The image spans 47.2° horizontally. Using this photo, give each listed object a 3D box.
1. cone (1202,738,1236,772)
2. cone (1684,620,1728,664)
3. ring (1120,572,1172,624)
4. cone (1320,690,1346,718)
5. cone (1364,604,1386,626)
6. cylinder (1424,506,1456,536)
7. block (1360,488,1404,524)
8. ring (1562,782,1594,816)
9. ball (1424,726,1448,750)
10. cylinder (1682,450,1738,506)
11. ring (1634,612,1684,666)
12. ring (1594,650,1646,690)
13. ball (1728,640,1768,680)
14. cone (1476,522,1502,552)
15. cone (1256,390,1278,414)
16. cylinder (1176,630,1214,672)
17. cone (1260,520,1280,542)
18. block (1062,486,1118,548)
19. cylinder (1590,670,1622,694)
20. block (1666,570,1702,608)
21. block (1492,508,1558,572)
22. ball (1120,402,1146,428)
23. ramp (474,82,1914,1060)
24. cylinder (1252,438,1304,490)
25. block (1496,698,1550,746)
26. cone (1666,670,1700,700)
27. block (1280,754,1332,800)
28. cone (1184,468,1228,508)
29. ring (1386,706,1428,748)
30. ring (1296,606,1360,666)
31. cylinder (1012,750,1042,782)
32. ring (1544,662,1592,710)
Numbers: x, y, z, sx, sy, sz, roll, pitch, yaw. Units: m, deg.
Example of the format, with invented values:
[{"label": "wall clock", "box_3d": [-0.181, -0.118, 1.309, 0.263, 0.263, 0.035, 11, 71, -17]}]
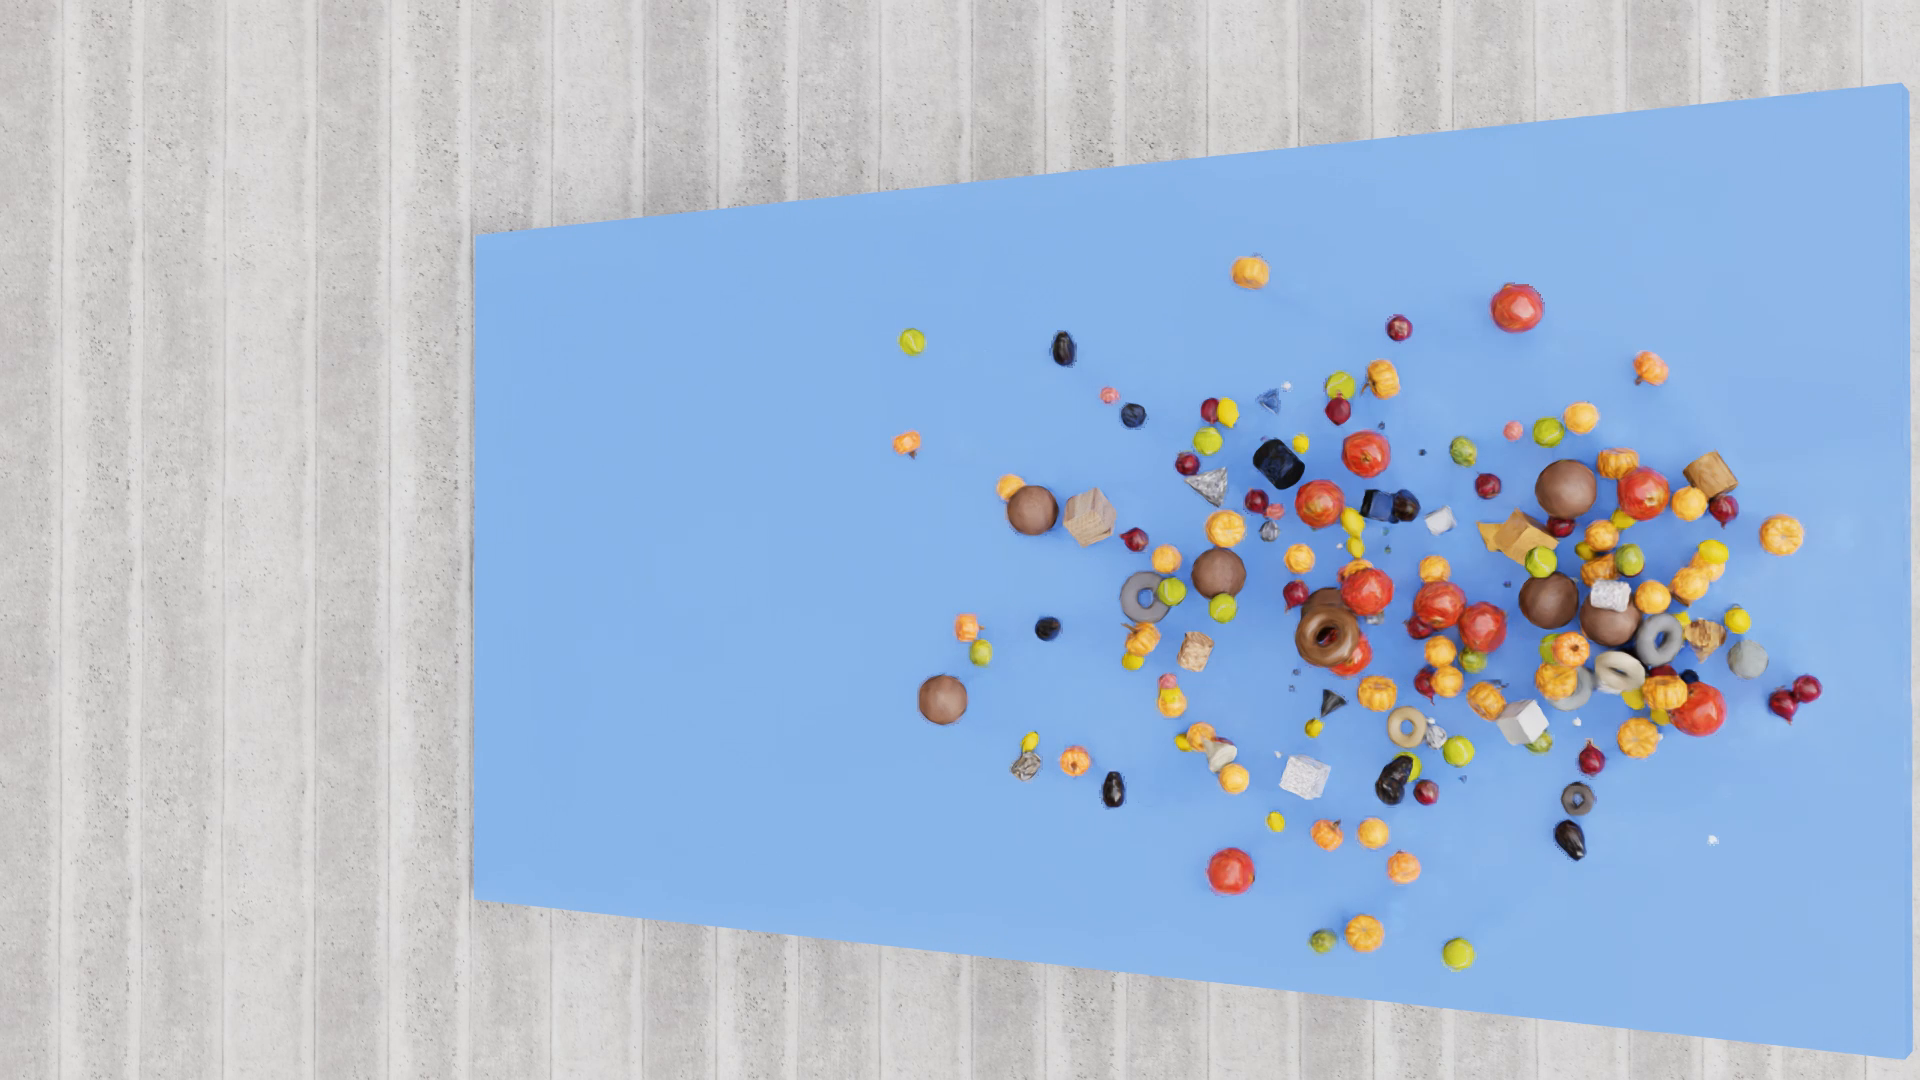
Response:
[{"label": "cone", "box_3d": [0.599, 0.495, 5.219, 0.082, 0.082, 0.082, -46, 50, 0]}, {"label": "cone", "box_3d": [1.584, 0.233, 4.686, 0.088, 0.088, 0.088, -6, 127, 0]}, {"label": "ring", "box_3d": [0.456, 0.142, 5.390, 0.133, 0.044, 0.133, -1, 87, 23]}, {"label": "cone", "box_3d": [0.837, 0.382, 5.006, 0.061, 0.061, 0.061, 35, 76, 0]}, {"label": "cone", "box_3d": [0.946, 0.180, 5.074, 0.054, 0.054, 0.054, 16, 117, 34]}, {"label": "cylinder", "box_3d": [1.090, -0.044, 4.984, 0.053, 0.053, 0.053, -25, 89, 27]}, {"label": "block", "box_3d": [0.970, -0.078, 5.057, 0.064, 0.064, 0.064, 18, 99, 43]}, {"label": "ring", "box_3d": [1.358, 0.570, 4.833, 0.075, 0.025, 0.075, -8, 78, 43]}, {"label": "ball", "box_3d": [1.081, 0.449, 4.996, 0.054, 0.054, 0.054, 0, 89, 0]}, {"label": "cylinder", "box_3d": [1.592, -0.132, 4.664, 0.084, 0.084, 0.084, -28, 73, 0]}, {"label": "ring", "box_3d": [1.481, 0.211, 4.661, 0.120, 0.040, 0.120, -7, 107, -24]}, {"label": "ring", "box_3d": [1.408, 0.279, 4.694, 0.112, 0.112, 0.037, 35, 62, 0]}, {"label": "ball", "box_3d": [1.656, 0.251, 4.622, 0.082, 0.082, 0.082, 0, 89, 0]}, {"label": "cone", "box_3d": [1.181, -0.022, 4.927, 0.073, 0.073, 0.073, -49, 48, 0]}, {"label": "cone", "box_3d": [0.744, -0.319, 5.229, 0.058, 0.058, 0.058, -33, 100, 0]}, {"label": "cylinder", "box_3d": [0.561, 0.266, 5.245, 0.071, 0.071, 0.071, 20, 114, 0]}, {"label": "cone", "box_3d": [0.725, -0.020, 5.223, 0.053, 0.053, 0.053, 0, 89, 32]}, {"label": "block", "box_3d": [0.321, -0.056, 5.432, 0.090, 0.090, 0.090, -24, 122, 30]}, {"label": "cylinder", "box_3d": [1.407, 0.306, 4.774, 0.052, 0.052, 0.052, 13, 89, -13]}, {"label": "block", "box_3d": [1.548, 0.103, 4.699, 0.052, 0.052, 0.052, 33, 86, 28]}, {"label": "block", "box_3d": [1.247, 0.000, 4.849, 0.087, 0.087, 0.087, 28, 109, -19]}, {"label": "ball", "box_3d": [0.426, -0.306, 5.407, 0.062, 0.062, 0.062, 0, 89, 0]}, {"label": "ramp", "box_3d": [0.261, 0.072, 5.603, 4.000, 0.100, 2.000, 0, 89, 32]}, {"label": "cylinder", "box_3d": [0.749, -0.178, 5.165, 0.087, 0.087, 0.087, -39, 55, 0]}, {"label": "block", "box_3d": [1.231, 0.399, 4.816, 0.068, 0.068, 0.068, -38, 99, -28]}, {"label": "cone", "box_3d": [1.541, 0.310, 4.724, 0.066, 0.066, 0.066, 1, 89, -31]}, {"label": "block", "box_3d": [0.809, 0.554, 5.151, 0.077, 0.077, 0.077, 23, 102, 30]}, {"label": "cone", "box_3d": [0.570, -0.134, 5.200, 0.097, 0.097, 0.097, 11, 89, -13]}, {"label": "ring", "box_3d": [1.025, 0.429, 5.043, 0.099, 0.033, 0.099, 0, 91, 33]}, {"label": "ring", "box_3d": [0.825, 0.216, 4.940, 0.149, 0.050, 0.149, -13, 61, 23]}, {"label": "cylinder", "box_3d": [0.168, 0.572, 5.550, 0.057, 0.057, 0.057, 36, 124, 0]}, {"label": "ring", "box_3d": [1.331, 0.320, 4.812, 0.113, 0.038, 0.113, -1, 105, -5]}]
